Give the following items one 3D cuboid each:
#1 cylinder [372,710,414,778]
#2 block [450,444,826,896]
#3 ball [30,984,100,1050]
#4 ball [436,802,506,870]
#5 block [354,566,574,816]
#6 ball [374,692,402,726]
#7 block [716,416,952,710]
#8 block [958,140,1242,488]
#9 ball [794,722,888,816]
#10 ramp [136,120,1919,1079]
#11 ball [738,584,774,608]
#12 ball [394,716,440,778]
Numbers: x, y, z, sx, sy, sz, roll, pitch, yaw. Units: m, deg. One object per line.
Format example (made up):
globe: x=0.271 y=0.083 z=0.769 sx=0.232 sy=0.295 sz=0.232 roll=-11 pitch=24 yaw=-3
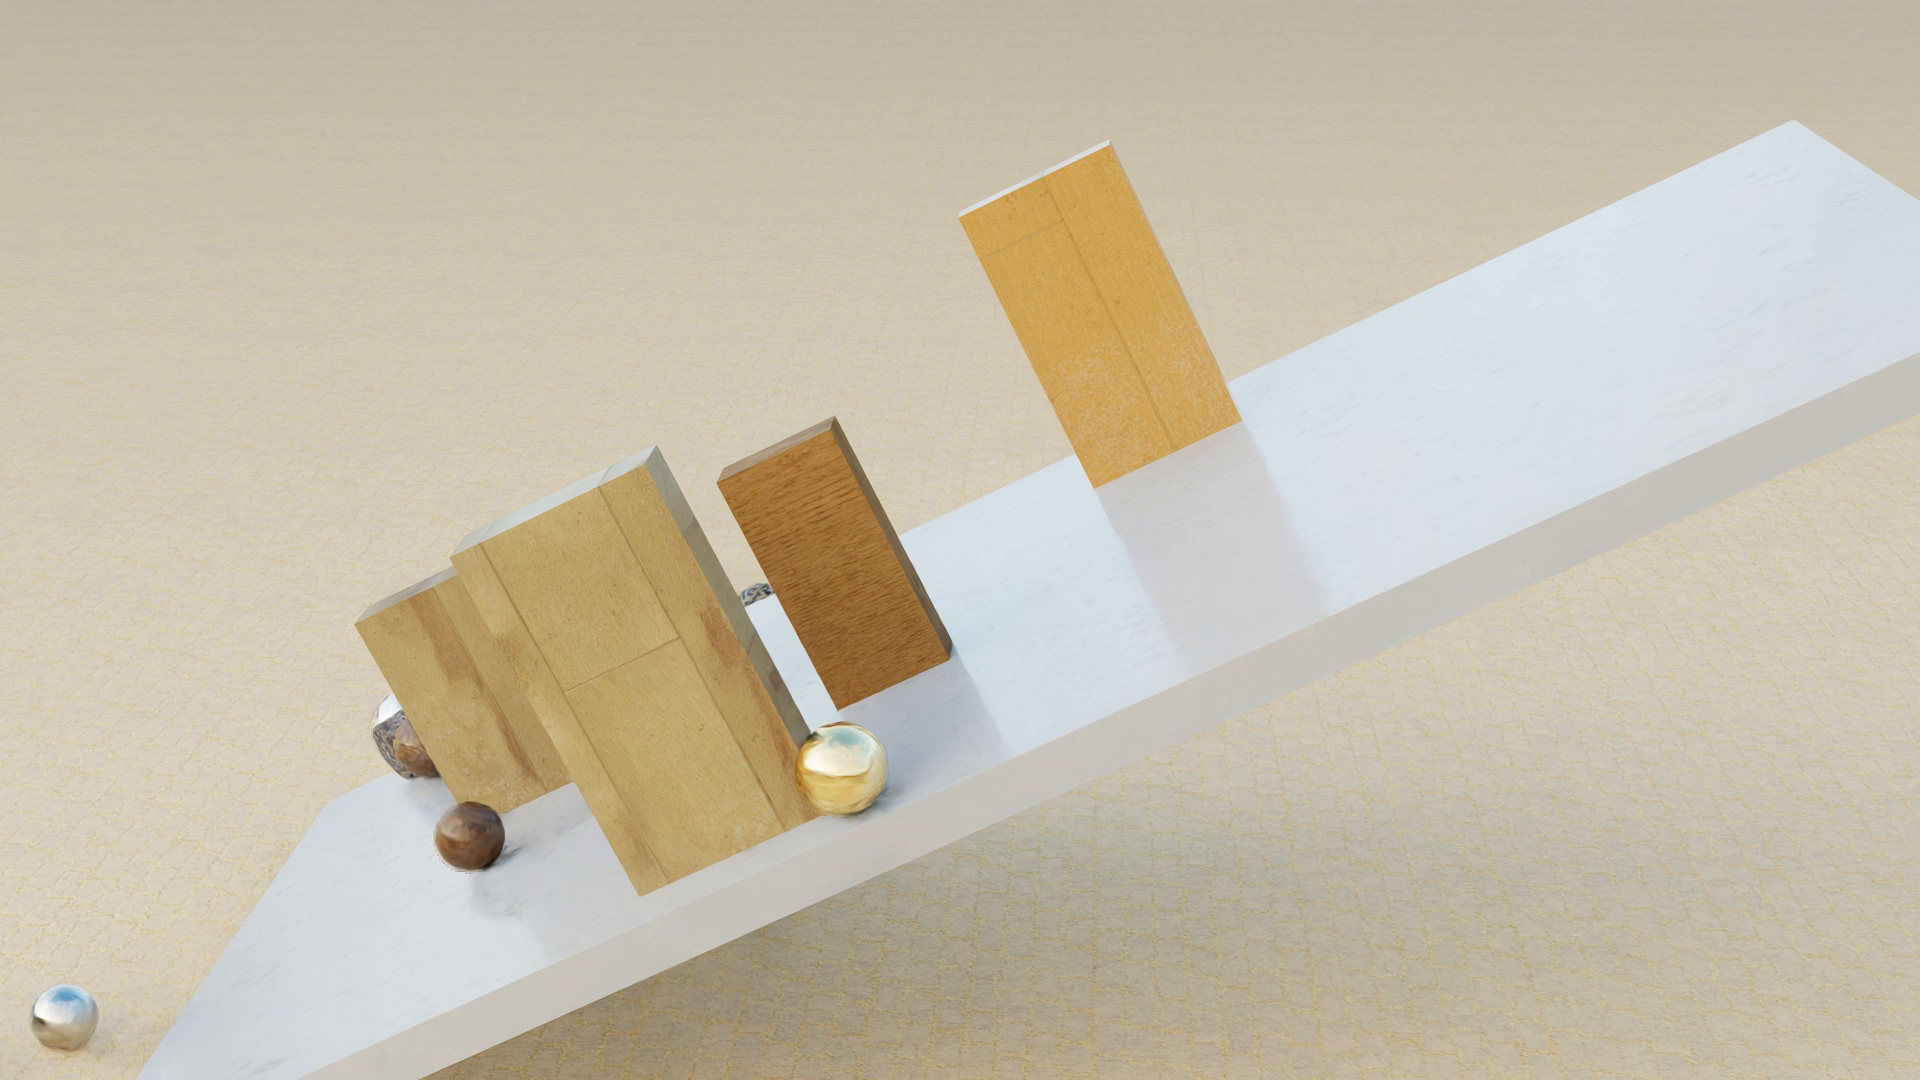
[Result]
cylinder: x=-1.364 y=0.493 z=7.391 sx=0.156 sy=0.156 sz=0.156 roll=-35 pitch=33 yaw=-29
block: x=-0.587 y=0.250 z=5.537 sx=0.410 sy=0.747 sz=0.147 roll=-25 pitch=14 yaw=10
ball: x=-1.945 y=1.035 z=6.387 sx=0.145 sy=0.145 sz=0.145 roll=0 pitch=16 yaw=0
ball: x=-1.046 y=0.632 z=6.283 sx=0.147 sy=0.147 sz=0.147 roll=0 pitch=16 yaw=0
block: x=-1.040 y=0.317 z=6.606 sx=0.403 sy=0.538 sz=0.131 roll=-25 pitch=14 yaw=10
ball: x=-1.423 y=0.479 z=7.621 sx=0.190 sy=0.190 sz=0.190 roll=0 pitch=16 yaw=0
block: x=-0.256 y=0.049 z=6.089 sx=0.261 sy=0.545 sz=0.118 roll=-25 pitch=14 yaw=10
block: x=0.324 y=-0.512 z=6.728 sx=0.378 sy=0.705 sz=0.081 roll=-25 pitch=14 yaw=10
ball: x=-0.219 y=0.422 z=5.429 sx=0.173 sy=0.173 sz=0.173 roll=0 pitch=16 yaw=0
ramp: x=0.138 y=0.168 z=6.281 sx=4.000 sy=0.100 sz=2.000 roll=-25 pitch=14 yaw=10
ball: x=-0.608 y=0.227 z=9.072 sx=0.185 sy=0.185 sz=0.185 roll=0 pitch=16 yaw=0
ball: x=-1.307 y=0.500 z=7.229 sx=0.169 sy=0.169 sz=0.169 roll=0 pitch=16 yaw=0
